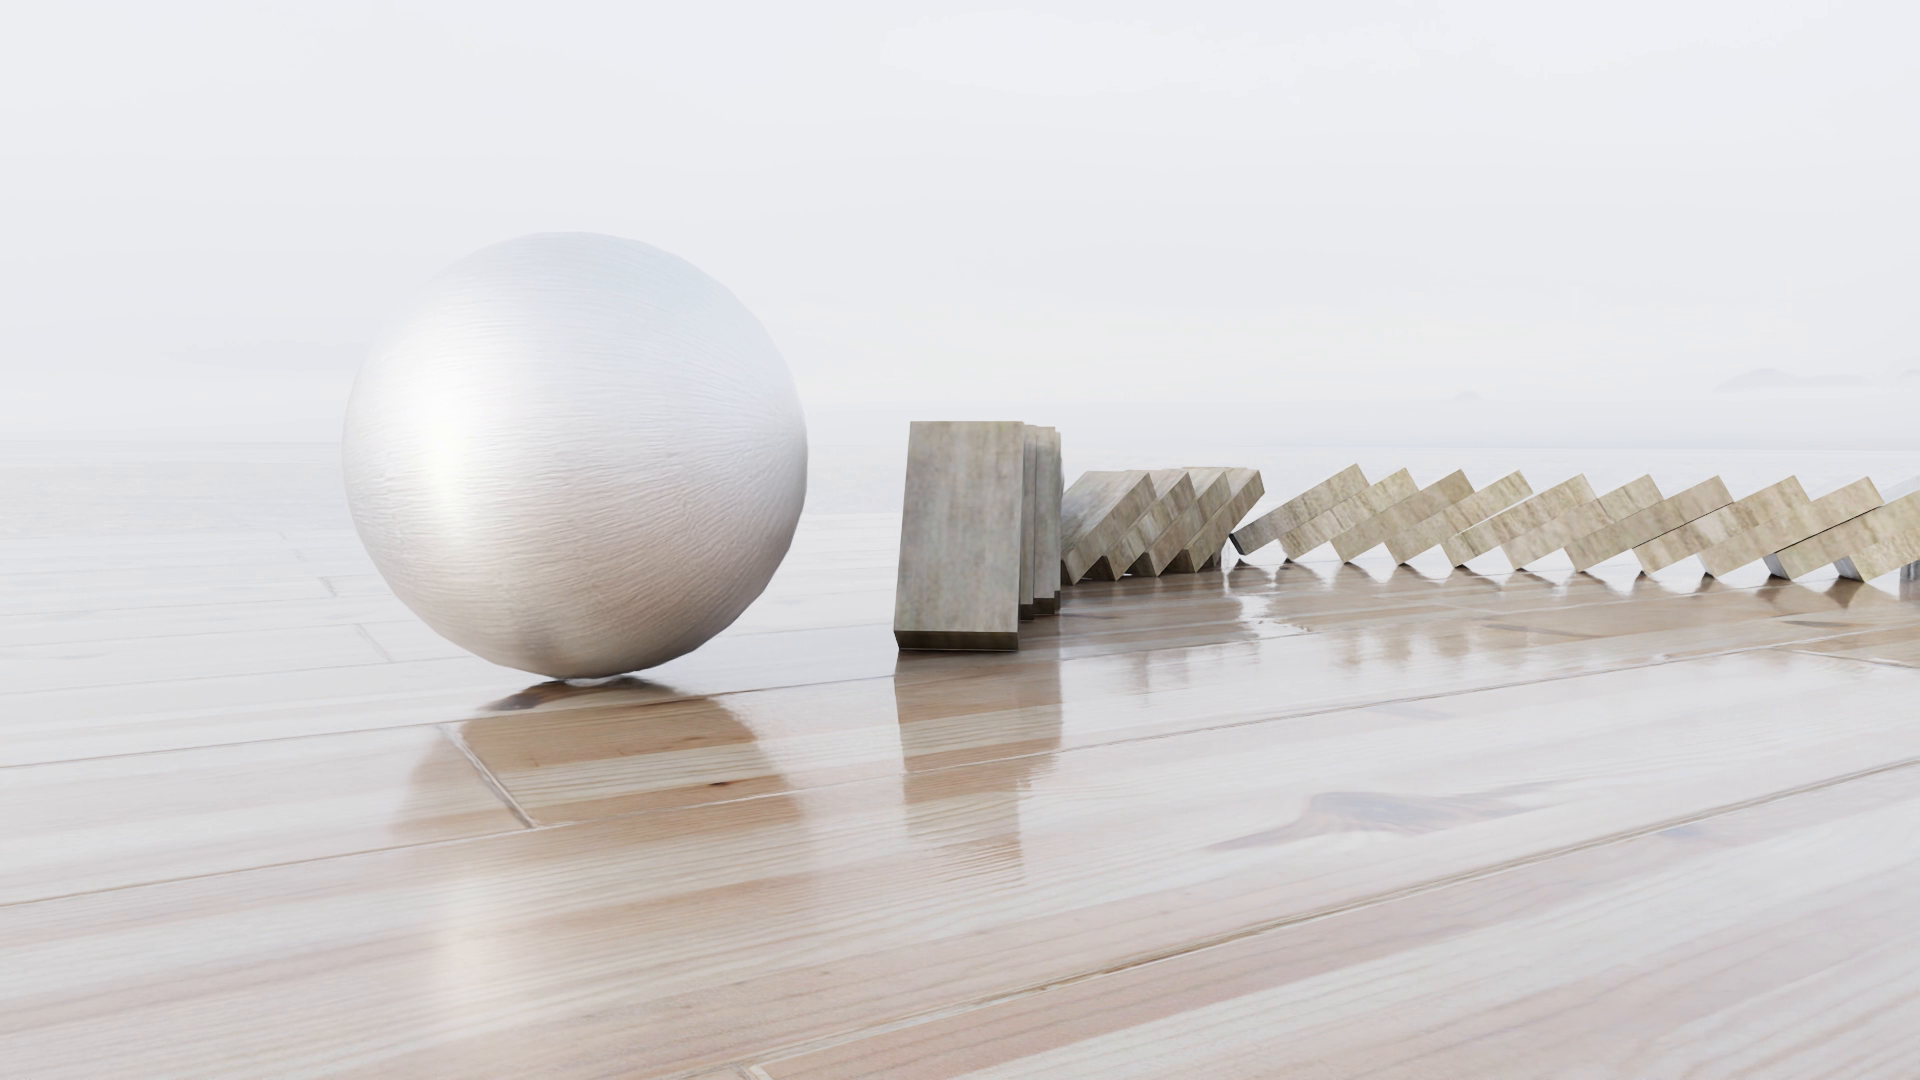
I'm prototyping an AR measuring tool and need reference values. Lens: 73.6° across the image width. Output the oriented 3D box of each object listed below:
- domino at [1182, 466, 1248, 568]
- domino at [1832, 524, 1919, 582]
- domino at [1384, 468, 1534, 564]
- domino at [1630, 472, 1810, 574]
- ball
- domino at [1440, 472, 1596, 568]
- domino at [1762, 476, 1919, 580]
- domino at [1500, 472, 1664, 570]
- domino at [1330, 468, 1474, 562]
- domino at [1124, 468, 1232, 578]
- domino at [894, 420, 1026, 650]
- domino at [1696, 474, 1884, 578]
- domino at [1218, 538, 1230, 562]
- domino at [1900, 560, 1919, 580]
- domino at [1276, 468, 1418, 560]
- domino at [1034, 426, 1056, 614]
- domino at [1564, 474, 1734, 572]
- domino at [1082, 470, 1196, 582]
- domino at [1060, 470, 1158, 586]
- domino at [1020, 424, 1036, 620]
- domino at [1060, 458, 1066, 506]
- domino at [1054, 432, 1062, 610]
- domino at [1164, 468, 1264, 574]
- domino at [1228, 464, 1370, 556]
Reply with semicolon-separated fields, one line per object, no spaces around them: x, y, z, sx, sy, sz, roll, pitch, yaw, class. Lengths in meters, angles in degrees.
0.086;-0.009;0.465;0.025;0.010;0.050;2;36;29;domino
0.301;-0.004;0.398;0.050;0.009;0.025;-29;-6;19;domino
0.175;-0.008;0.452;0.050;0.009;0.025;-31;-7;19;domino
0.245;-0.005;0.416;0.050;0.010;0.025;-30;-8;23;domino
-0.068;-0.015;0.232;0.080;0.080;0.080;0;4;0;ball
0.192;-0.007;0.442;0.050;0.009;0.025;-31;-9;23;domino
0.282;-0.004;0.404;0.050;0.010;0.025;-29;-6;19;domino
0.209;-0.006;0.434;0.050;0.010;0.025;-30;-9;23;domino
0.157;-0.009;0.459;0.050;0.009;0.025;-31;-5;16;domino
0.067;-0.007;0.431;0.025;0.009;0.050;5;37;43;domino
0.001;-0.002;0.273;0.025;0.050;0.010;0;-28;6;domino
0.262;-0.005;0.409;0.050;0.010;0.025;-30;-8;23;domino
0.089;0.001;0.490;0.025;0.010;0.050;1;4;15;domino
0.323;0.008;0.394;0.050;0.010;0.025;1;4;17;domino
0.139;-0.010;0.466;0.050;0.009;0.025;-30;-3;10;domino
0.012;-0.006;0.328;0.025;0.050;0.010;0;-29;4;domino
0.227;-0.006;0.425;0.050;0.009;0.025;-30;-9;24;domino
0.053;-0.006;0.418;0.025;0.010;0.050;5;37;44;domino
0.038;-0.005;0.406;0.025;0.010;0.050;4;36;43;domino
0.006;-0.005;0.317;0.025;0.050;0.010;0;-28;5;domino
0.017;-0.006;0.392;0.025;0.010;0.050;0;41;13;domino
0.014;-0.006;0.341;0.025;0.050;0.009;0;-32;4;domino
0.082;-0.008;0.443;0.025;0.009;0.050;6;37;43;domino
0.123;-0.011;0.471;0.050;0.010;0.025;-30;-3;6;domino
